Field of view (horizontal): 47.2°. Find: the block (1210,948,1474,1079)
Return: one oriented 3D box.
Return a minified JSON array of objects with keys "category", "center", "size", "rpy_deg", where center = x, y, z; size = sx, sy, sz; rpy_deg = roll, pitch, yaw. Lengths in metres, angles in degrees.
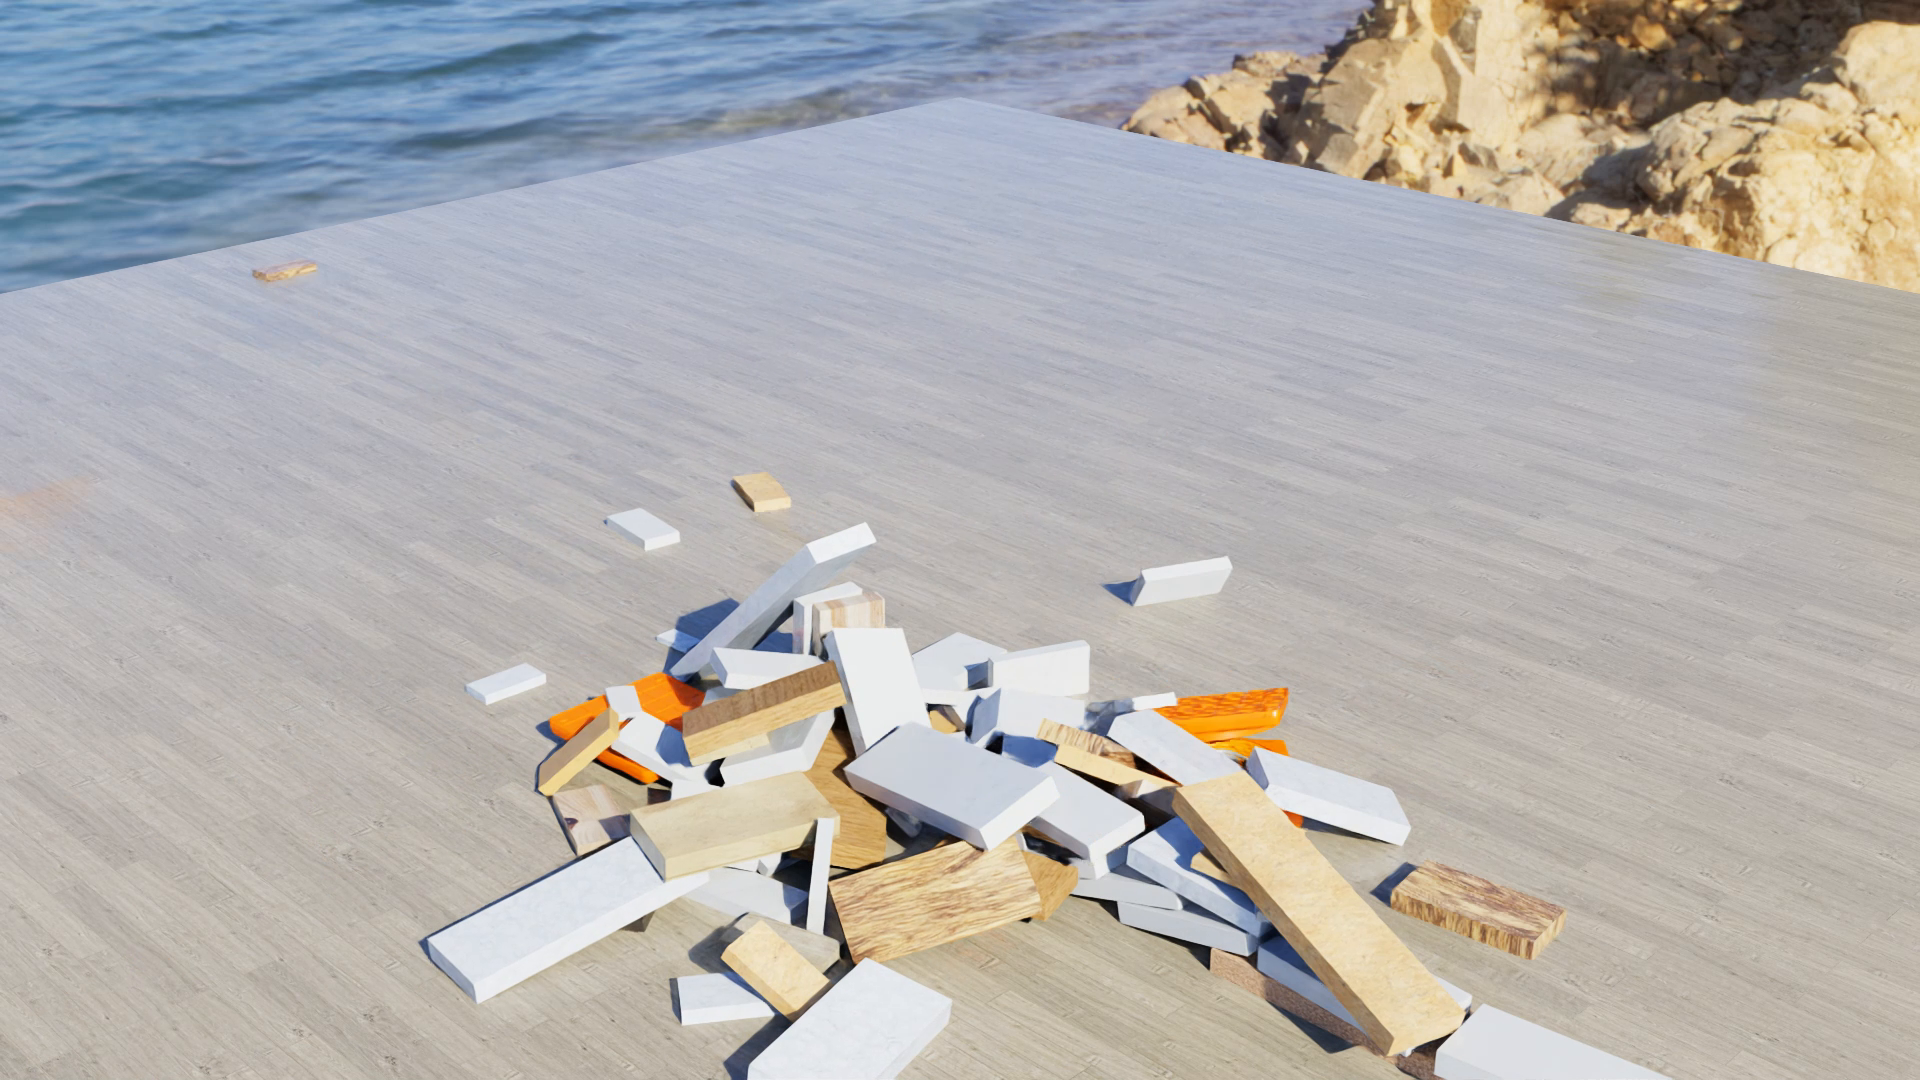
[{"category":"block","center":[0.747,0.820,3.767],"size":[0.675,0.047,0.167],"rpy_deg":[21,31,40]}]

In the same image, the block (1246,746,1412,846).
[{"category":"block","center":[0.731,0.508,4.370],"size":[0.309,0.044,0.154],"rpy_deg":[18,20,-12]}]

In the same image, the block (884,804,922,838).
[{"category":"block","center":[-0.104,0.527,4.424],"size":[0.022,0.079,0.158],"rpy_deg":[-40,13,21]}]

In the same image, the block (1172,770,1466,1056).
[{"category":"block","center":[0.607,0.629,3.796],"size":[0.154,0.044,0.632],"rpy_deg":[-11,40,-29]}]

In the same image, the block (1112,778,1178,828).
[{"category":"block","center":[0.429,0.538,4.194],"size":[0.266,0.038,0.133],"rpy_deg":[28,-20,-12]}]

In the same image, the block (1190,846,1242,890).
[{"category":"block","center":[0.493,0.585,3.910],"size":[0.147,0.021,0.073],"rpy_deg":[21,31,31]}]

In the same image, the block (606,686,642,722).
[{"category":"block","center":[-0.725,0.352,4.741],"size":[0.063,0.018,0.126],"rpy_deg":[-4,25,-16]}]

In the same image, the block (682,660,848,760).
[{"category":"block","center":[-0.394,0.338,4.417],"size":[0.327,0.046,0.163],"rpy_deg":[-19,15,-3]}]

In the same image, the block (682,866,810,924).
[{"category":"block","center":[-0.405,0.668,4.147],"size":[0.239,0.030,0.106],"rpy_deg":[15,27,31]}]

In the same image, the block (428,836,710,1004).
[{"category":"block","center":[-0.711,0.676,4.027],"size":[0.496,0.046,0.163],"rpy_deg":[-25,37,-34]}]

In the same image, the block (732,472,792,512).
[{"category":"block","center":[-0.544,-0.132,6.036],"size":[0.103,0.029,0.205],"rpy_deg":[-9,25,-20]}]

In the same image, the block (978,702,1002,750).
[{"category":"block","center":[0.074,0.397,4.706],"size":[0.063,0.018,0.126],"rpy_deg":[10,35,-14]}]

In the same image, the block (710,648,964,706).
[{"category":"block","center":[-0.257,0.289,4.652],"size":[0.540,0.033,0.116],"rpy_deg":[6,22,-26]}]

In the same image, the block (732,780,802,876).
[{"category":"block","center":[-0.404,0.564,4.299],"size":[0.100,0.028,0.206],"rpy_deg":[-22,53,-41]}]

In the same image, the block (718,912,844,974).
[{"category":"block","center":[-0.324,0.738,3.984],"size":[0.206,0.029,0.103],"rpy_deg":[12,26,26]}]

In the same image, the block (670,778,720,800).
[{"category":"block","center":[-0.476,0.533,4.361],"size":[0.200,0.028,0.100],"rpy_deg":[12,31,-10]}]

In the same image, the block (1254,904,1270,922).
[{"category":"block","center":[0.591,0.642,3.854],"size":[0.147,0.021,0.073],"rpy_deg":[4,26,1]}]

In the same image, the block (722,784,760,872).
[{"category":"block","center":[-0.427,0.556,4.253],"size":[0.092,0.026,0.184],"rpy_deg":[13,38,-7]}]

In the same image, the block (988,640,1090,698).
[{"category":"block","center":[0.176,0.300,4.905],"size":[0.232,0.116,0.033],"rpy_deg":[-9,25,-20]}]

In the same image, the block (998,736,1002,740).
[{"category":"block","center":[0.153,0.429,4.653],"size":[0.174,0.025,0.087],"rpy_deg":[37,38,30]}]

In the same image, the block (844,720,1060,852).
[{"category":"block","center":[-0.023,0.467,4.237],"size":[0.177,0.050,0.488],"rpy_deg":[-34,25,-25]}]

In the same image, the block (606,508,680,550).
[{"category":"block","center":[-0.835,-0.029,5.792],"size":[0.103,0.029,0.205],"rpy_deg":[-16,28,-33]}]

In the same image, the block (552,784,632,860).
[{"category":"block","center":[-0.735,0.561,4.398],"size":[0.110,0.031,0.221],"rpy_deg":[-9,25,-20]}]

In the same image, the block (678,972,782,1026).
[{"category":"block","center":[-0.387,0.796,3.848],"size":[0.206,0.029,0.103],"rpy_deg":[-4,23,-10]}]

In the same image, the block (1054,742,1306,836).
[{"category":"block","center":[0.424,0.516,4.259],"size":[0.496,0.142,0.040],"rpy_deg":[19,70,14]}]

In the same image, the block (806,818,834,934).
[{"category":"block","center":[-0.259,0.629,4.080],"size":[0.030,0.106,0.211],"rpy_deg":[6,37,-2]}]

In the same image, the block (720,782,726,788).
[{"category":"block","center":[-0.464,0.543,4.442],"size":[0.110,0.031,0.490],"rpy_deg":[13,26,27]}]

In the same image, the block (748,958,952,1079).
[{"category":"block","center":[-0.180,0.841,3.678],"size":[0.177,0.050,0.355],"rpy_deg":[22,30,23]}]

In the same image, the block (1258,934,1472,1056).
[{"category":"block","center":[0.693,0.761,3.786],"size":[0.167,0.047,0.333],"rpy_deg":[-18,29,-36]}]

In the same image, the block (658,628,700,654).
[{"category":"block","center":[-0.659,0.238,5.180],"size":[0.103,0.015,0.052],"rpy_deg":[19,29,37]}]

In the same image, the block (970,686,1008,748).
[{"category":"block","center":[0.062,0.379,4.622],"size":[0.079,0.022,0.158],"rpy_deg":[-40,17,22]}]

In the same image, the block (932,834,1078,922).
[{"category":"block","center":[0.072,0.625,4.118],"size":[0.266,0.038,0.133],"rpy_deg":[14,30,26]}]

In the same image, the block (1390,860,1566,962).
[{"category":"block","center":[0.963,0.686,4.093],"size":[0.283,0.040,0.142],"rpy_deg":[17,28,35]}]

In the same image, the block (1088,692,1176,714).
[{"category":"block","center":[0.362,0.348,4.658],"size":[0.092,0.026,0.287],"rpy_deg":[-6,-5,-16]}]
